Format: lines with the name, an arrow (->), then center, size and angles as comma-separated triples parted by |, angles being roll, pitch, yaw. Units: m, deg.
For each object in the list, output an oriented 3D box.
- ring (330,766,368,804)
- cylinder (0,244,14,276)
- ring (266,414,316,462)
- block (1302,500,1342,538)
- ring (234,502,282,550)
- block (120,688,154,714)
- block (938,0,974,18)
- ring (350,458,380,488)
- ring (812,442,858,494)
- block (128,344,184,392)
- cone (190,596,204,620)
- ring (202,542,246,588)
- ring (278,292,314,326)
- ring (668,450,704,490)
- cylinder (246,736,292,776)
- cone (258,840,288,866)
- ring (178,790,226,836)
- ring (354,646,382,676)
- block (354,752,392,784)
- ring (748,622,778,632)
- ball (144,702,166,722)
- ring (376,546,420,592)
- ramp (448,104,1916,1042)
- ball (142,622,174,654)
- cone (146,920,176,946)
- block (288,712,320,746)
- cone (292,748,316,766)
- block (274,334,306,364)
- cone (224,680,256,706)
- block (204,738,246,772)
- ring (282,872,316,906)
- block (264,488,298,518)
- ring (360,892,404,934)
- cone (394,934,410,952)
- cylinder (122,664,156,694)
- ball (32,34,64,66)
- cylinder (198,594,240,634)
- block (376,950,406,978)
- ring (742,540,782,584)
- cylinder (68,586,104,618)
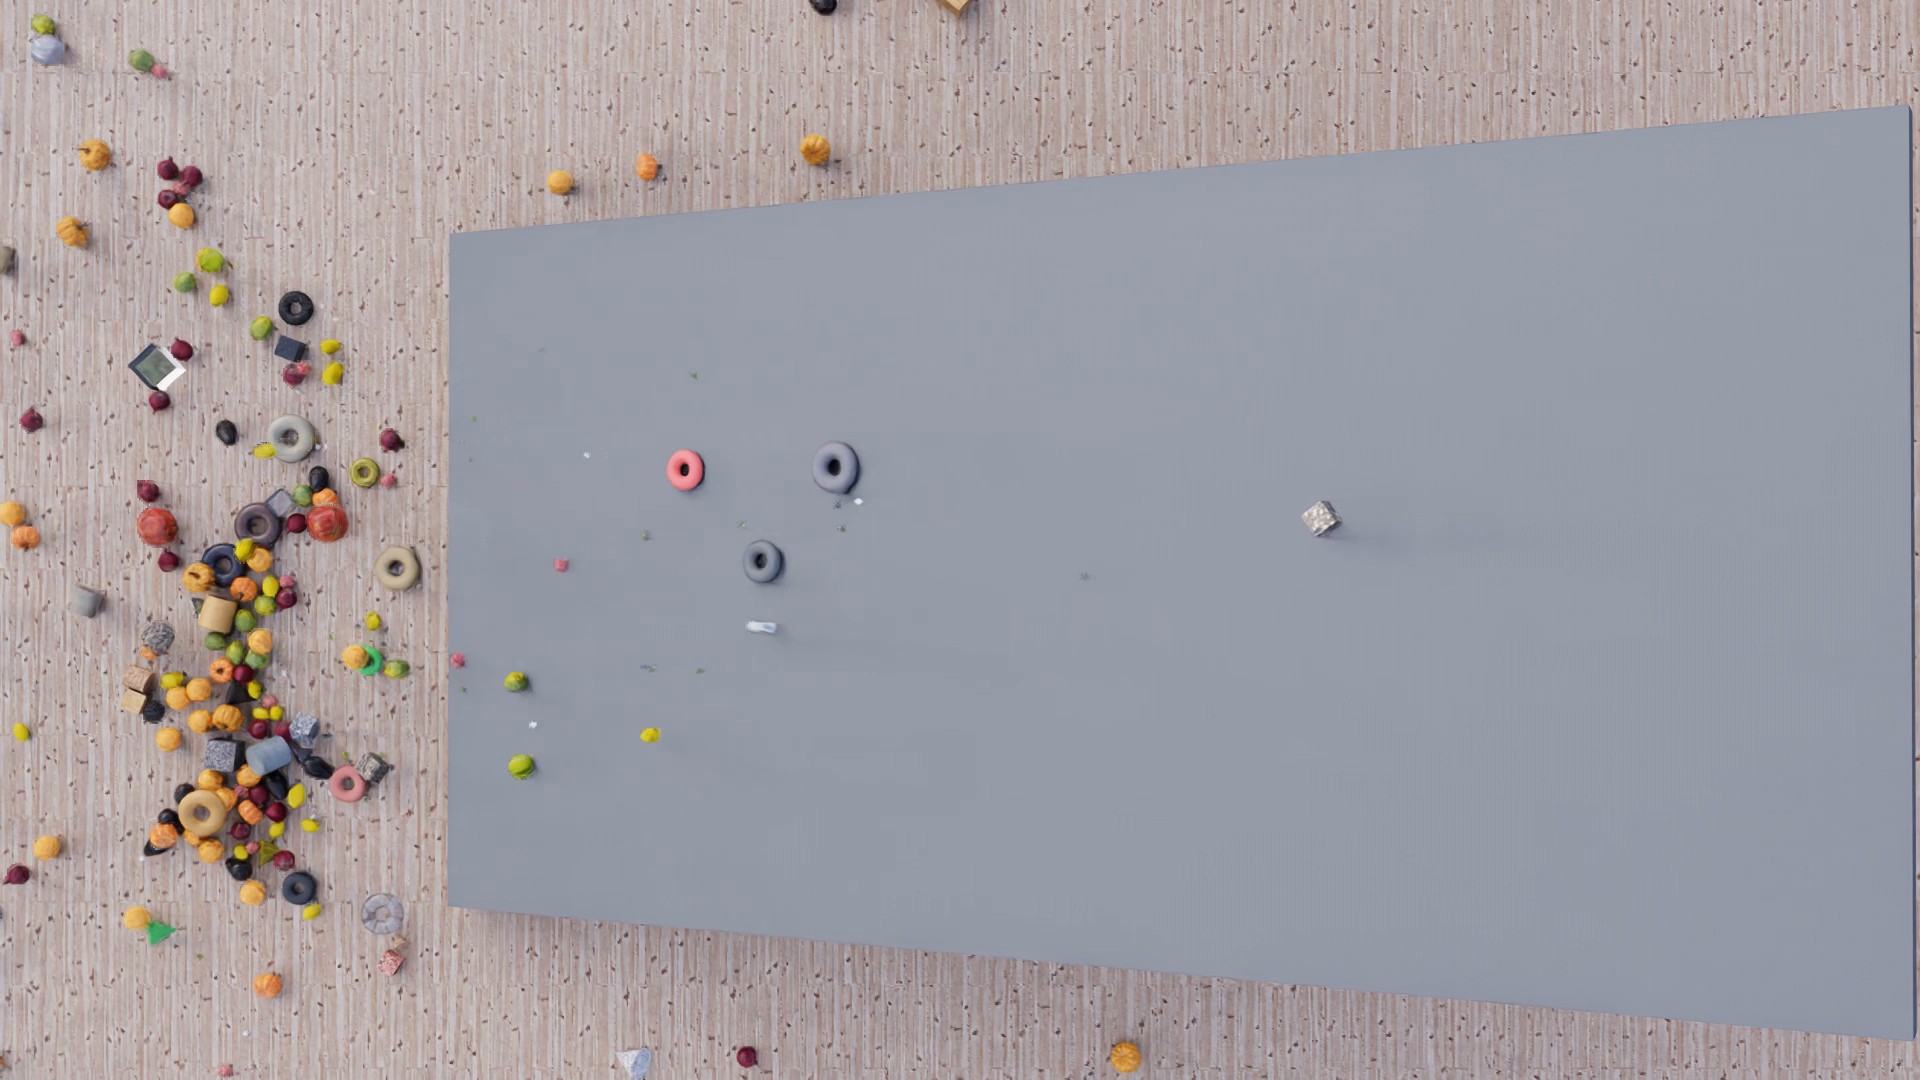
ring -> -1.835, 0.733, 6.599 | 0.114, 0.038, 0.114 | 0, 89, 1
cylinder -> -2.893, -0.847, 6.592 | 0.085, 0.085, 0.085 | 18, 90, 0
ring -> -2.010, -0.305, 6.605 | 0.148, 0.049, 0.148 | 0, 90, -1
block -> 0.866, -0.050, 5.262 | 0.061, 0.061, 0.061 | -40, 72, 21
ring -> -2.107, -0.042, 6.603 | 0.143, 0.048, 0.143 | 0, 91, -1
block -> -2.468, 0.482, 6.591 | 0.060, 0.060, 0.060 | 23, 89, 0
block -> -0.010, -1.643, 6.595 | 0.096, 0.096, 0.096 | 39, 90, 0
ring -> -1.790, -0.203, 6.613 | 0.091, 0.030, 0.091 | 0, 91, -1
ring -> -0.335, -0.194, 5.898 | 0.139, 0.046, 0.139 | 0, 91, 27
block -> -2.404, -0.516, 6.582 | 0.098, 0.098, 0.098 | -43, 90, 0
cone -> -2.269, 0.196, 6.607 | 0.072, 0.072, 0.072 | -14, 89, -27
ring -> -2.211, 0.076, 6.603 | 0.136, 0.045, 0.136 | 0, 91, 0
ring -> -1.999, -0.697, 6.616 | 0.105, 0.035, 0.105 | 0, 91, 0
ring -> -0.766, -0.194, 6.126 | 0.114, 0.038, 0.114 | -1, 87, 28
cylinder -> -2.060, 0.644, 6.553 | 0.094, 0.094, 0.094 | -26, 89, -43
cone -> -2.055, 0.937, 6.598 | 0.080, 0.080, 0.080 | 3, 89, -27
ring -> -2.250, 0.812, 6.533 | 0.142, 0.047, 0.142 | 0, 102, -2
ring -> -1.779, 0.364, 6.608 | 0.087, 0.029, 0.087 | 0, 90, 1
block -> -1.757, 0.681, 6.578 | 0.064, 0.064, 0.064 | 37, 89, 20
ring -> -0.537, 0.236, 5.973 | 0.081, 0.081, 0.027 | 3, 85, 0
ball -> -2.415, 0.514, 6.589 | 0.062, 0.062, 0.062 | 0, 89, 0
ring -> -1.689, 0.086, 6.603 | 0.135, 0.045, 0.135 | 0, 90, 1
ramp -> 0.278, 0.078, 5.658 | 4.000, 0.100, 2.000 | 0, 89, 27
ball -> -2.378, 0.289, 6.519 | 0.091, 0.091, 0.091 | 0, 89, 0
cone -> -2.389, 1.173, 6.595 | 0.082, 0.082, 0.082 | -4, 89, -27
block -> -1.959, 0.564, 6.573 | 0.062, 0.062, 0.062 | 18, 55, 7
cone -> -1.964, 0.640, 6.606 | 0.059, 0.059, 0.059 | -24, 89, -27
block -> -2.010, -0.573, 6.600 | 0.062, 0.062, 0.062 | 21, 89, 0
cone -> -2.151, 0.469, 6.602 | 0.084, 0.084, 0.084 | 20, 89, -26
block -> -2.198, 0.642, 6.576 | 0.086, 0.086, 0.086 | 7, 89, 0
ring -> -1.984, 1.046, 6.598 | 0.101, 0.034, 0.101 | 0, 90, 1
block -> -2.034, -0.110, 6.596 | 0.063, 0.063, 0.063 | -44, 90, 0
ring -> -1.732, 1.120, 6.593 | 0.129, 0.043, 0.129 | 0, 90, -1
cone -> -1.683, 1.200, 6.602 | 0.051, 0.051, 0.051 | -36, 63, 0
cylinder -> -2.460, 0.416, 6.587 | 0.069, 0.069, 0.069 | 23, 89, 0
ball -> -2.735, -1.470, 6.596 | 0.091, 0.091, 0.091 | 0, 89, 0
cylinder -> -2.218, 0.219, 6.576 | 0.095, 0.095, 0.095 | 18, 87, 0
block -> -1.705, 1.266, 6.585 | 0.055, 0.055, 0.055 | 32, 89, 0
ring -> -0.541, 0.059, 6.005 | 0.120, 0.040, 0.120 | -1, 88, 28
cylinder -> -2.618, 0.185, 6.586 | 0.075, 0.075, 0.075 | 22, 85, 0
